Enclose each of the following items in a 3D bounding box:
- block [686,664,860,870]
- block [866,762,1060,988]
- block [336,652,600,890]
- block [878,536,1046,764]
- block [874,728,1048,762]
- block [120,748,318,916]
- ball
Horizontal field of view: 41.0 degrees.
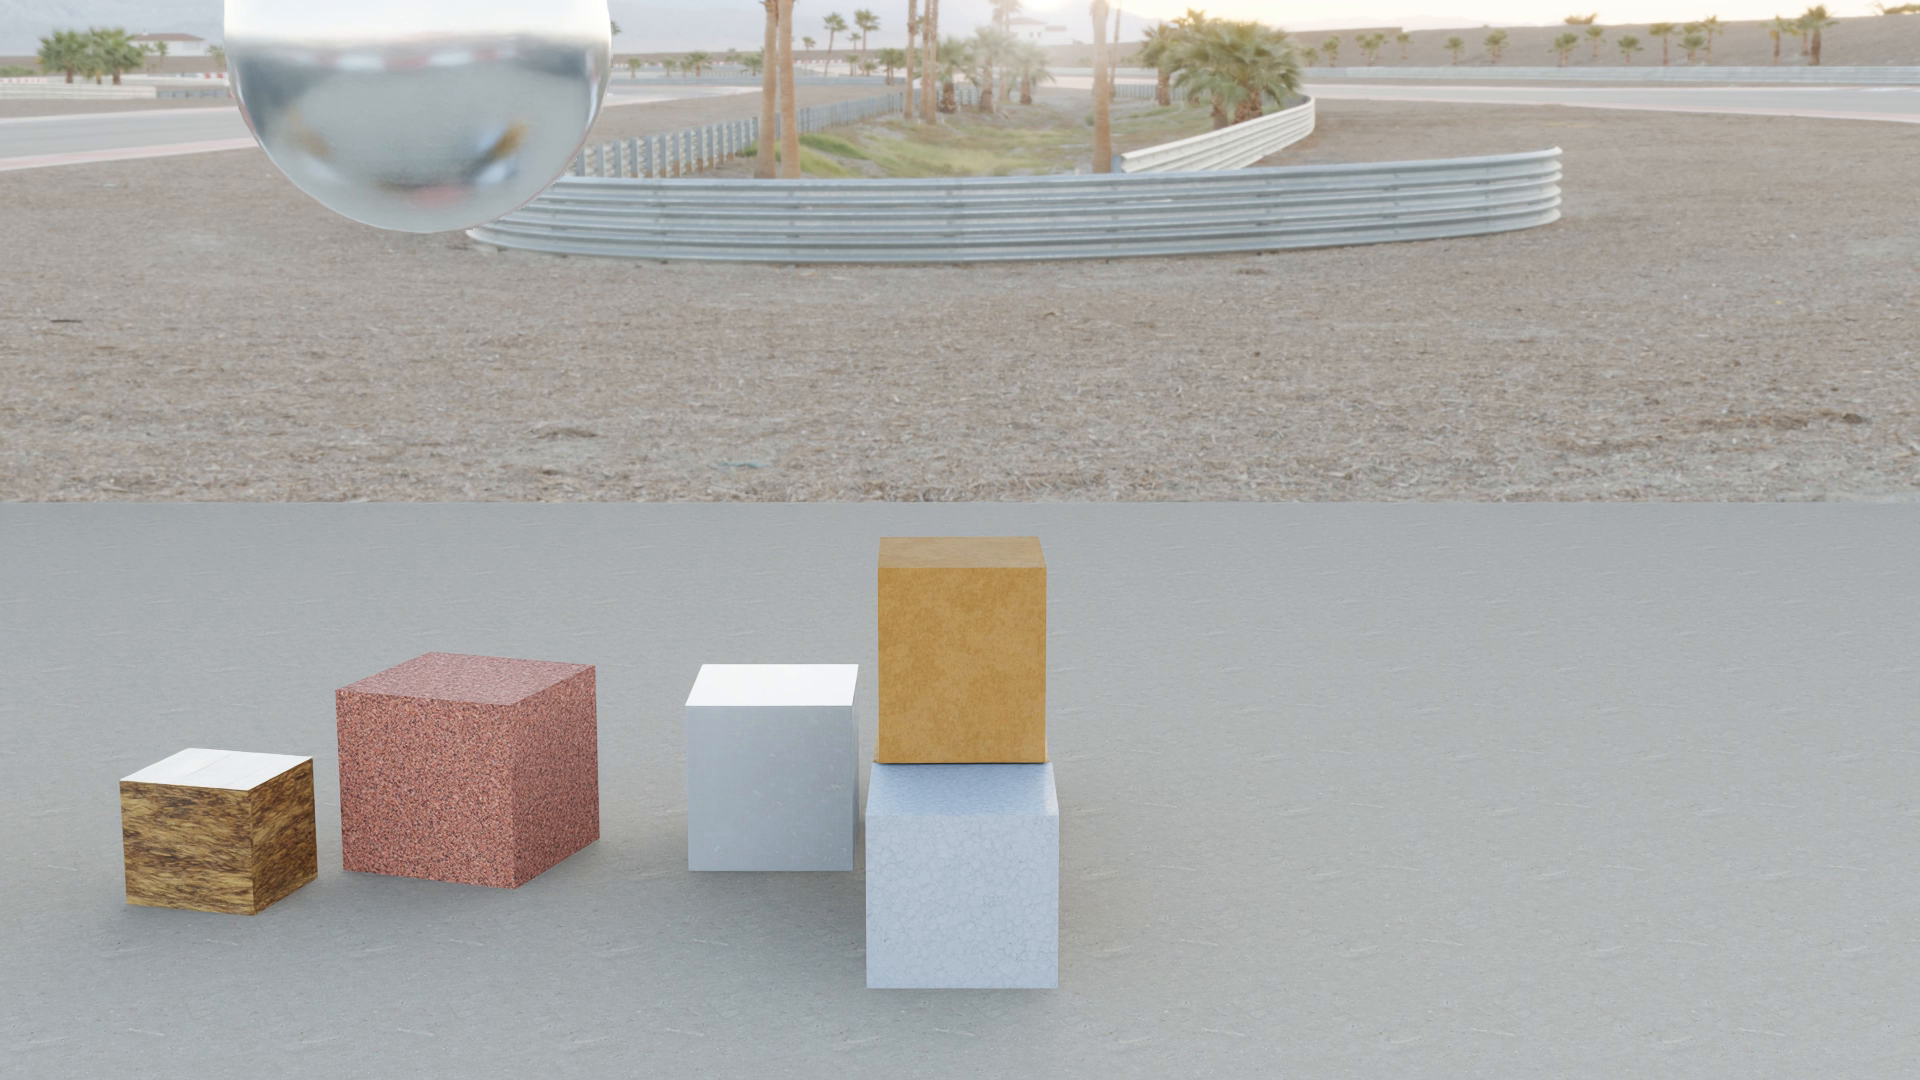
[{"bbox_3d":[-0.845,1.032,11.770,0.734,0.759,0.792,0,10,0],"label":"block"},{"bbox_3d":[0.009,1.332,10.293,0.744,0.697,0.765,0,10,0],"label":"block"},{"bbox_3d":[-2.215,1.024,11.626,0.861,0.825,0.811,4,11,19],"label":"block"},{"bbox_3d":[0.003,0.452,10.839,0.685,0.818,0.706,0,10,-1],"label":"block"},{"bbox_3d":[0.004,1.193,11.028,0.728,0.708,0.711,0,10,0],"label":"block"},{"bbox_3d":[-3.204,1.256,11.120,0.608,0.550,0.546,3,11,15],"label":"block"},{"bbox_3d":[-2.274,-2.097,10.799,1.600,1.600,1.600,0,10,0],"label":"ball"}]
